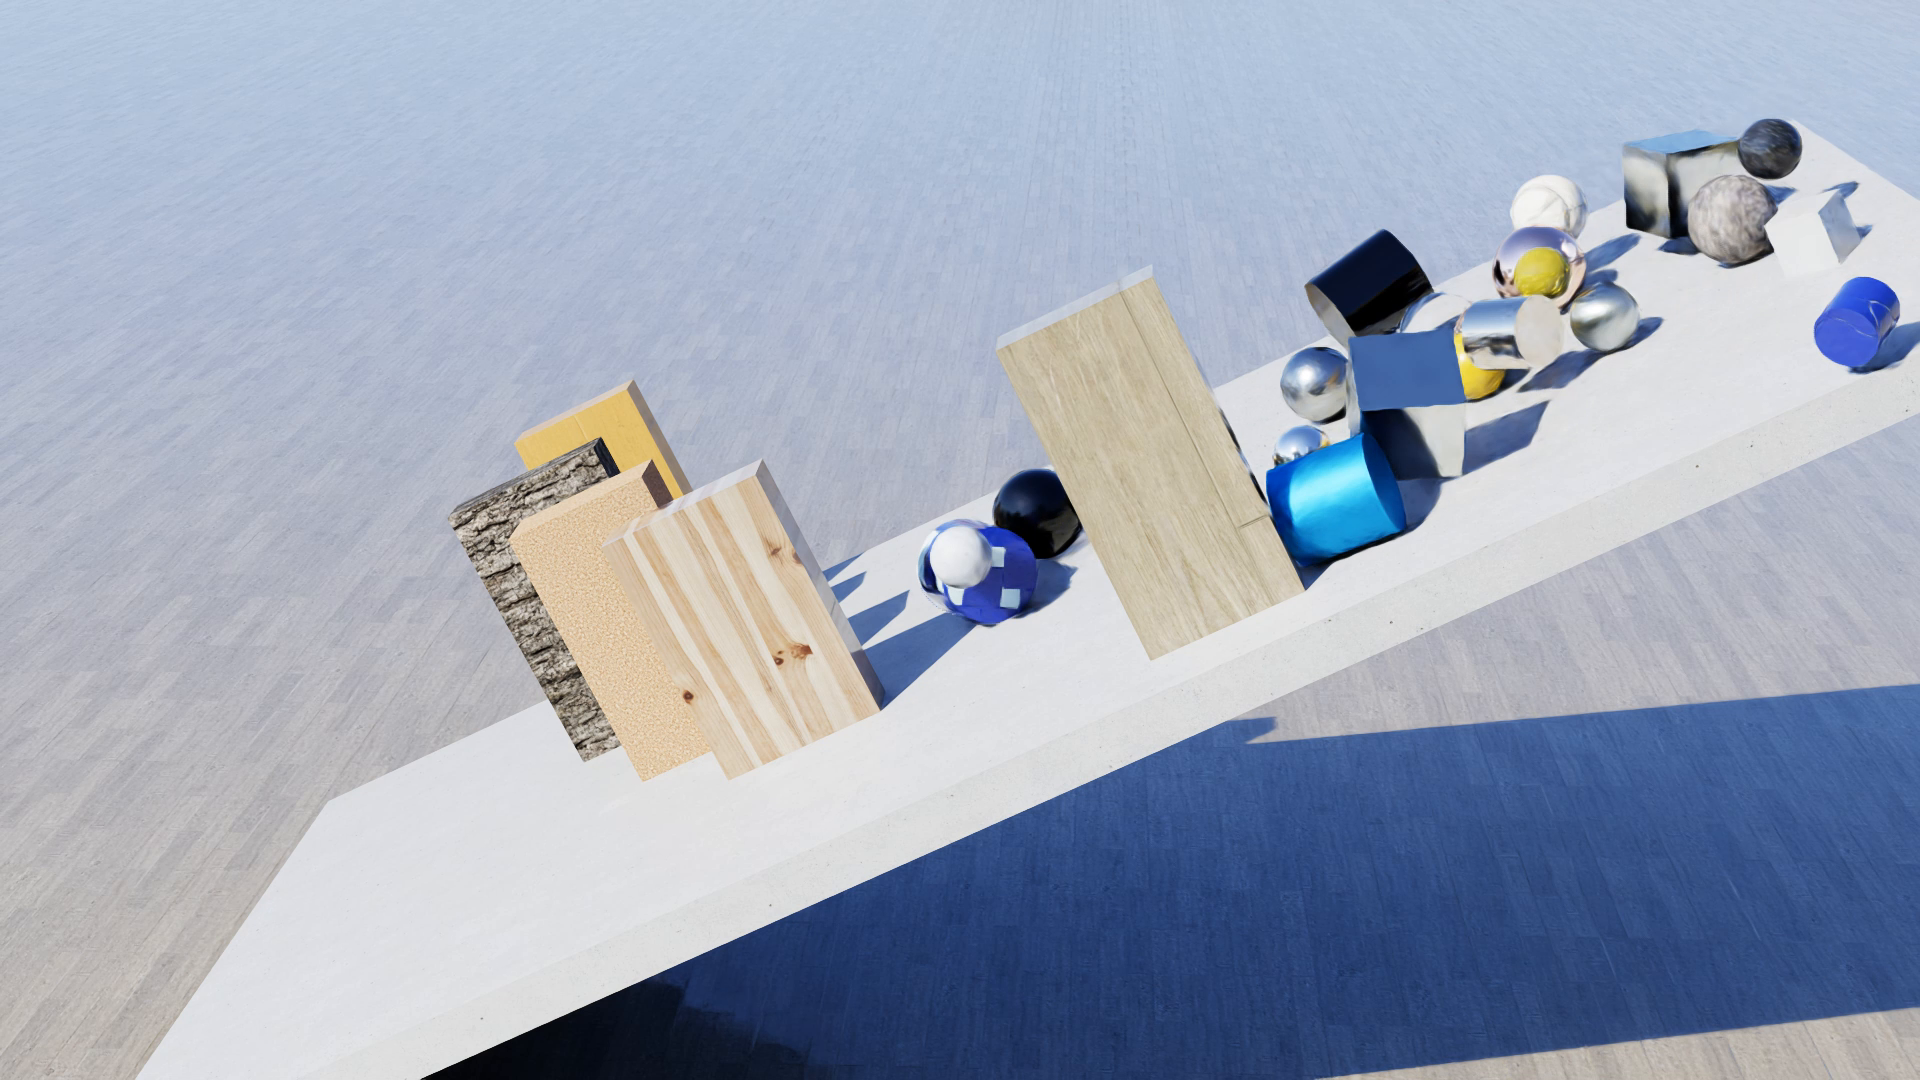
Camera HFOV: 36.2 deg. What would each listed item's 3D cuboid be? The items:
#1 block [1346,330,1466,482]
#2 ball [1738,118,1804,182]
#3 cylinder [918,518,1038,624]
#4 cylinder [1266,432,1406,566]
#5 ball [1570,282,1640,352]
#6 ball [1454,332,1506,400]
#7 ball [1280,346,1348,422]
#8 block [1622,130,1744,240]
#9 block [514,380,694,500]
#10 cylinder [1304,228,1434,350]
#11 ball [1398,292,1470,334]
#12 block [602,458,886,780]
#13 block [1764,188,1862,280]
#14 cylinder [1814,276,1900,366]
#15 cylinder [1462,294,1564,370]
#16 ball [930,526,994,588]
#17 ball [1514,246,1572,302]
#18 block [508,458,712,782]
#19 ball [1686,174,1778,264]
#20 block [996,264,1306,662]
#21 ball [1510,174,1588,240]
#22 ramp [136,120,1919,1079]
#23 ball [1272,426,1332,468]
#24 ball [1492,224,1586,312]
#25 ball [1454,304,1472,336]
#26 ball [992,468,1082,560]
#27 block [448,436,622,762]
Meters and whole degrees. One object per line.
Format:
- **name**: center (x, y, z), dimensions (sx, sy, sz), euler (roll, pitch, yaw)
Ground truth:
- **block**: center (0.843, -0.253, 5.576), dimensions (0.197, 0.197, 0.197), euler (-4, 48, 2)
- **ball**: center (1.654, -0.797, 6.001), dimensions (0.129, 0.129, 0.129), euler (0, 16, 0)
- **cylinder**: center (0.036, 0.064, 6.217), dimensions (0.201, 0.201, 0.201), euler (-5, 7, -17)
- **cylinder**: center (0.699, -0.075, 5.474), dimensions (0.195, 0.195, 0.195), euler (-22, 9, 21)
- **ball**: center (1.283, -0.443, 5.855), dimensions (0.138, 0.138, 0.138), euler (0, 16, 0)
- **ball**: center (1.044, -0.357, 5.987), dimensions (0.140, 0.140, 0.140), euler (0, 16, 0)
- **ball**: center (0.778, -0.339, 6.378), dimensions (0.164, 0.164, 0.164), euler (0, 16, 0)
- **block**: center (1.539, -0.757, 6.255), dimensions (0.182, 0.182, 0.182), euler (-12, 17, -15)
- **block**: center (-0.757, -0.011, 6.991), dimensions (0.301, 0.676, 0.105), euler (-25, 14, 10)
- **cylinder**: center (0.906, -0.545, 6.498), dimensions (0.204, 0.204, 0.204), euler (-36, 23, -4)
- **ball**: center (1.023, -0.438, 6.248), dimensions (0.178, 0.178, 0.178), euler (0, 16, 0)
- **block**: center (-0.437, 0.164, 5.991), dimensions (0.351, 0.553, 0.127), euler (-25, 14, 10)
- **block**: center (1.666, -0.598, 5.744), dimensions (0.116, 0.116, 0.116), euler (-14, 19, 44)
- **cylinder**: center (1.537, -0.374, 5.039), dimensions (0.113, 0.113, 0.113), euler (11, 39, 33)
- **cylinder**: center (1.089, -0.408, 5.796), dimensions (0.141, 0.141, 0.141), euler (-12, 7, -36)
- **ball**: center (0.003, 0.035, 6.015), dimensions (0.129, 0.129, 0.129), euler (0, 16, 0)
- **ball**: center (1.170, -0.533, 5.908), dimensions (0.115, 0.115, 0.115), euler (0, 16, 0)
- **block**: center (-0.670, 0.174, 6.294), dimensions (0.319, 0.602, 0.149), euler (-25, 14, 10)
- **ball**: center (1.574, -0.654, 5.995), dimensions (0.180, 0.180, 0.180), euler (0, 16, 0)
- **block**: center (0.351, -0.139, 5.396), dimensions (0.314, 0.652, 0.114), euler (-25, 14, 10)
- **ball**: center (1.292, -0.717, 6.447), dimensions (0.167, 0.167, 0.167), euler (0, 16, 0)
- **ramp**: center (0.138, 0.168, 6.281), dimensions (4.000, 0.100, 2.000), euler (-25, 14, 10)
- **ball**: center (0.699, -0.171, 5.982), dimensions (0.126, 0.126, 0.126), euler (0, 16, 0)
- **ball**: center (1.241, -0.579, 6.308), dimensions (0.199, 0.199, 0.199), euler (0, 16, 0)
- **ball**: center (1.101, -0.424, 6.102), dimensions (0.152, 0.152, 0.152), euler (0, 16, 0)
- **ball**: center (0.170, -0.057, 6.412), dimensions (0.200, 0.200, 0.200), euler (0, 16, 0)
- **block**: center (-0.831, 0.138, 6.649), dimensions (0.372, 0.643, 0.108), euler (-25, 14, 10)
